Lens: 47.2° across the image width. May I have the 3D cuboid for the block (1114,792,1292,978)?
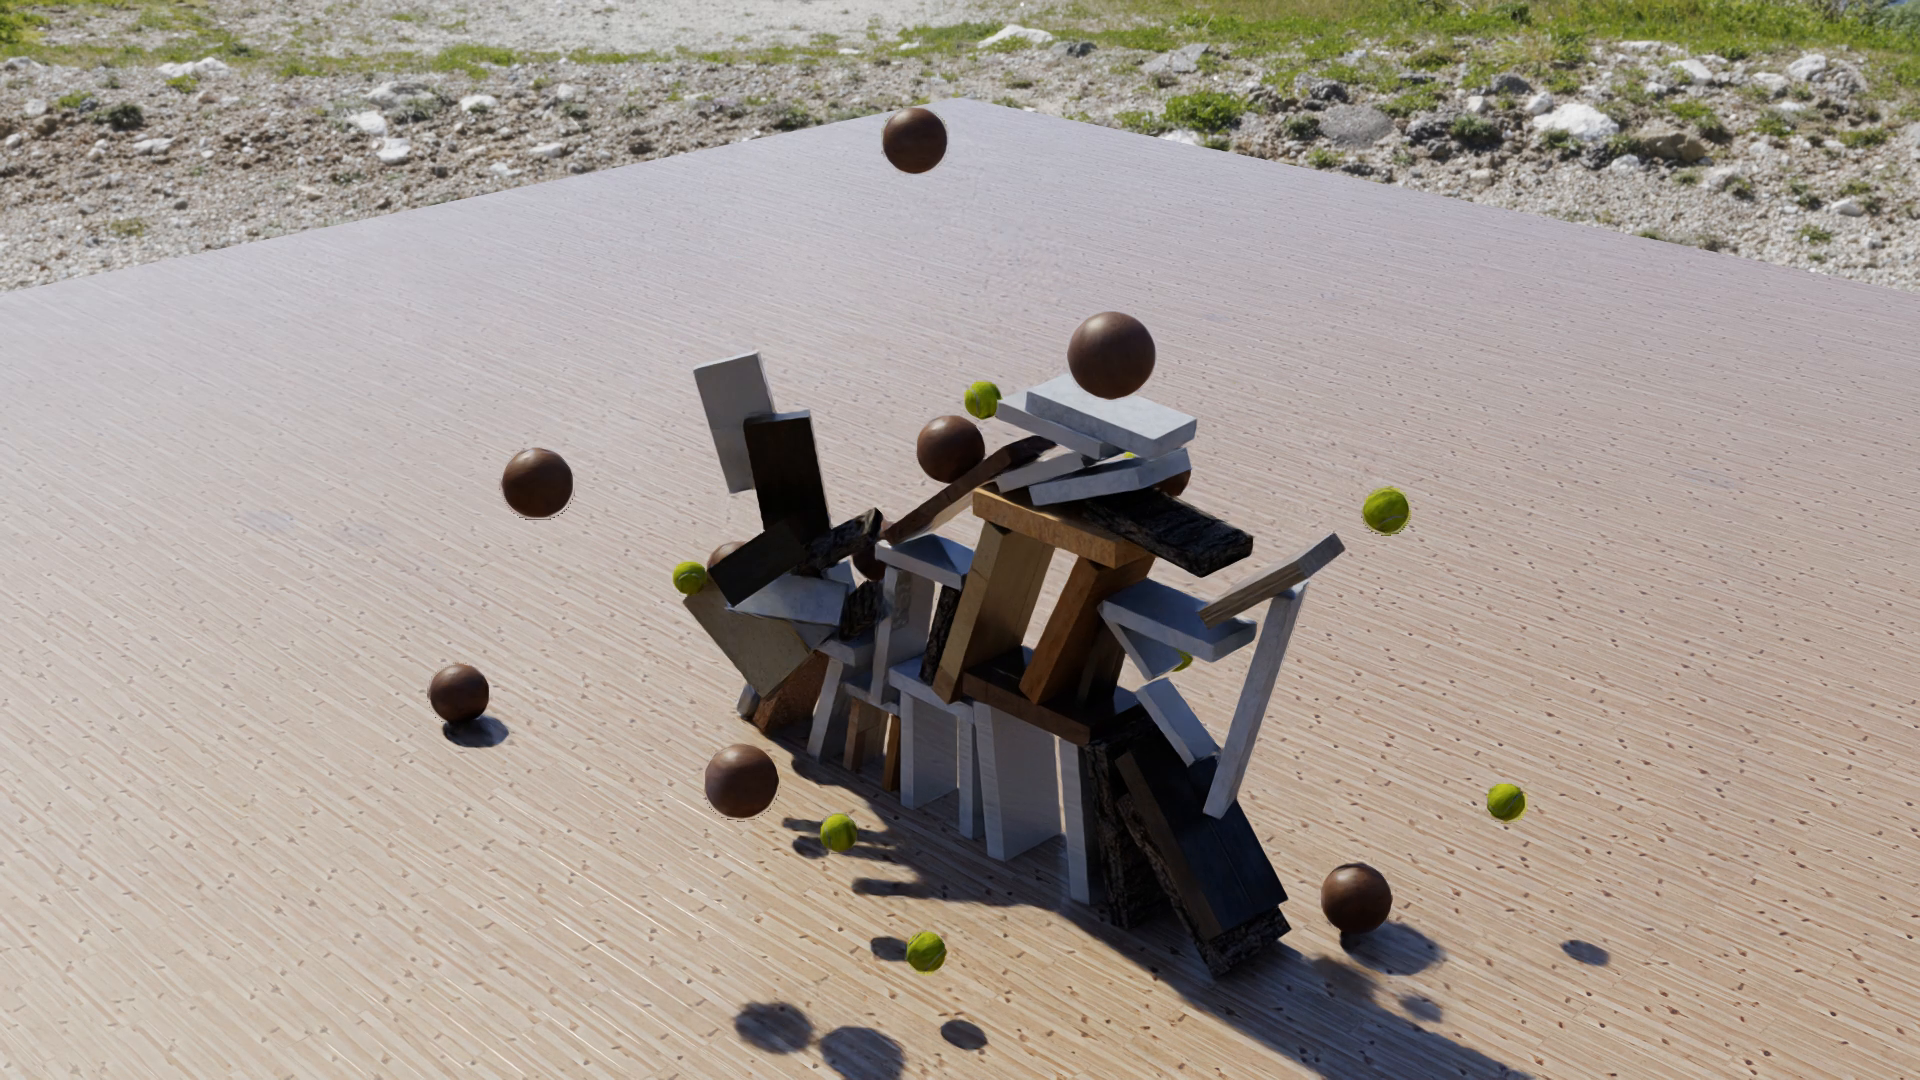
[{"bbox_3d":[0.440,0.592,3.991,0.179,0.357,0.051,-21,-13,-41],"label":"block"}]

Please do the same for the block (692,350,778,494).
[{"bbox_3d":[-0.439,-0.239,4.474,0.134,0.268,0.038,-14,16,5],"label":"block"}]

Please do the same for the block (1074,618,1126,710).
[{"bbox_3d":[0.268,0.217,4.032,0.082,0.199,0.023,-21,47,-39],"label":"block"}]

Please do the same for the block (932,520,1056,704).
[{"bbox_3d":[0.073,0.116,4.190,0.175,0.426,0.049,-22,52,-40],"label":"block"}]

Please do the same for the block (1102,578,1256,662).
[{"bbox_3d":[0.385,0.140,3.869,0.247,0.035,0.123,23,33,39],"label":"block"}]

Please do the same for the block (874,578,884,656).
[{"bbox_3d":[-0.134,0.186,4.436,0.078,0.265,0.022,-20,40,-33],"label":"block"}]

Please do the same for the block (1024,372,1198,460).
[{"bbox_3d":[0.262,-0.219,3.839,0.270,0.038,0.135,24,32,32],"label":"block"}]

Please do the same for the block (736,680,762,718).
[{"bbox_3d":[-0.418,0.296,4.814,0.102,0.203,0.029,-23,59,-43],"label":"block"}]

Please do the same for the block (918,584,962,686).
[{"bbox_3d":[-0.009,0.169,4.310,0.032,0.228,0.114,35,38,28],"label":"block"}]

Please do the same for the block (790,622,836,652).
[{"bbox_3d":[-0.317,0.155,4.487,0.067,0.133,0.019,-38,-13,20],"label":"block"}]

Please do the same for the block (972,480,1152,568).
[{"bbox_3d":[0.207,-0.046,3.973,0.175,0.049,0.349,-22,31,-40],"label":"block"}]

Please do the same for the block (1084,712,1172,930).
[{"bbox_3d":[0.334,0.519,4.076,0.179,0.357,0.051,-21,19,-41],"label":"block"}]

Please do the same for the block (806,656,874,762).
[{"bbox_3d":[-0.234,0.331,4.627,0.139,0.278,0.039,-22,50,-41],"label":"block"}]

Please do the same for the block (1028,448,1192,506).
[{"bbox_3d":[0.263,-0.110,3.881,0.135,0.038,0.270,-22,9,-40],"label":"block"}]

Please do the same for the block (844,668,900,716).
[{"bbox_3d":[-0.140,0.315,4.512,0.183,0.026,0.091,20,30,40],"label":"block"}]

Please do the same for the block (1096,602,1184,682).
[{"bbox_3d":[0.323,0.169,3.952,0.082,0.023,0.165,-23,72,-40],"label":"block"}]

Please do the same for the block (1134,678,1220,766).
[{"bbox_3d":[0.391,0.327,3.958,0.082,0.023,0.165,-13,61,-50],"label":"block"}]

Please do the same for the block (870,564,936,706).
[{"bbox_3d":[-0.112,0.175,4.398,0.114,0.316,0.032,-21,40,-40],"label":"block"}]

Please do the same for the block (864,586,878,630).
[{"bbox_3d":[-0.169,0.128,4.462,0.022,0.156,0.078,45,37,11],"label":"block"}]

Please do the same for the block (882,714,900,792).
[{"bbox_3d":[-0.109,0.424,4.526,0.026,0.183,0.091,32,38,34],"label":"block"}]

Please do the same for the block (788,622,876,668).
[{"bbox_3d":[-0.245,0.189,4.565,0.139,0.039,0.278,-18,24,-35],"label":"block"}]

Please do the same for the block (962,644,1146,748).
[{"bbox_3d":[0.178,0.294,4.160,0.164,0.046,0.328,-21,31,-41],"label":"block"}]

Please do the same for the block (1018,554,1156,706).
[{"bbox_3d":[0.236,0.141,4.030,0.175,0.349,0.049,-22,57,-41],"label":"block"}]

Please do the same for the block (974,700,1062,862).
[{"bbox_3d":[0.114,0.444,4.290,0.164,0.328,0.046,-21,24,-40],"label":"block"}]

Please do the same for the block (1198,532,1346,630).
[{"bbox_3d":[0.526,0.070,3.718,0.123,0.035,0.247,-31,-1,-43],"label":"block"}]

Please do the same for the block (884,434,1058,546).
[{"bbox_3d":[0.015,-0.094,4.153,0.115,0.033,0.446,-21,-8,-37],"label":"block"}]

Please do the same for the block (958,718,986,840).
[{"bbox_3d":[0.057,0.453,4.361,0.130,0.260,0.037,-21,30,-41],"label":"block"}]

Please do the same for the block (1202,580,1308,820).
[{"bbox_3d":[0.518,0.275,3.857,0.035,0.435,0.123,21,22,15],"label":"block"}]

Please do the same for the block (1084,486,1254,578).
[{"bbox_3d":[0.361,-0.024,3.822,0.135,0.038,0.270,-22,38,-40],"label":"block"}]

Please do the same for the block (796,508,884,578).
[{"bbox_3d":[-0.240,0.005,4.387,0.181,0.026,0.090,-26,26,21],"label":"block"}]

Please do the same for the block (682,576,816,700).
[{"bbox_3d":[-0.433,0.181,4.494,0.268,0.134,0.038,48,9,15],"label":"block"}]

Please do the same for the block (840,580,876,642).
[{"bbox_3d":[-0.204,0.142,4.390,0.022,0.078,0.156,8,-22,-21],"label":"block"}]

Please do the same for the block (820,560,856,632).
[{"bbox_3d":[-0.240,0.115,4.513,0.019,0.133,0.067,-6,14,42],"label":"block"}]

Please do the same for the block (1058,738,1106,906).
[{"bbox_3d":[0.270,0.504,4.148,0.046,0.328,0.164,13,25,44],"label":"block"}]

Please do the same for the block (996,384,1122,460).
[{"bbox_3d":[0.189,-0.209,3.883,0.230,0.033,0.115,25,33,33],"label":"block"}]

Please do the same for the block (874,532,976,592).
[{"bbox_3d":[-0.045,0.035,4.283,0.228,0.032,0.114,20,30,38],"label":"block"}]

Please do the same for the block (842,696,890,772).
[{"bbox_3d":[-0.194,0.390,4.605,0.091,0.183,0.026,-21,43,-41],"label":"block"}]

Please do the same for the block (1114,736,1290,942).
[{"bbox_3d":[0.435,0.522,3.960,0.179,0.357,0.051,-17,-16,-40],"label":"block"}]

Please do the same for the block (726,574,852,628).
[{"bbox_3d":[-0.345,0.116,4.425,0.243,0.090,0.026,7,-17,17],"label":"block"}]

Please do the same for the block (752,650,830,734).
[{"bbox_3d":[-0.345,0.294,4.729,0.139,0.278,0.039,-20,58,-39],"label":"block"}]

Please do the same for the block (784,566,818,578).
[{"bbox_3d":[-0.313,0.108,4.525,0.067,0.133,0.019,-15,26,30],"label":"block"}]

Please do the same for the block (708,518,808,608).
[{"bbox_3d":[-0.400,0.046,4.357,0.181,0.090,0.026,-34,4,-2],"label":"block"}]

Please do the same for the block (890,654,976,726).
[{"bbox_3d":[-0.004,0.292,4.359,0.130,0.037,0.260,-21,31,-40],"label":"block"}]

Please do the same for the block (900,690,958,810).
[{"bbox_3d":[-0.062,0.407,4.469,0.037,0.260,0.130,21,31,39],"label":"block"}]

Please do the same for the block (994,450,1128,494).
[{"bbox_3d":[0.181,-0.136,3.951,0.115,0.033,0.230,-22,4,-40],"label":"block"}]

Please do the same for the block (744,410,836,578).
[{"bbox_3d":[-0.335,-0.044,4.500,0.134,0.446,0.038,-8,24,3],"label":"block"}]
